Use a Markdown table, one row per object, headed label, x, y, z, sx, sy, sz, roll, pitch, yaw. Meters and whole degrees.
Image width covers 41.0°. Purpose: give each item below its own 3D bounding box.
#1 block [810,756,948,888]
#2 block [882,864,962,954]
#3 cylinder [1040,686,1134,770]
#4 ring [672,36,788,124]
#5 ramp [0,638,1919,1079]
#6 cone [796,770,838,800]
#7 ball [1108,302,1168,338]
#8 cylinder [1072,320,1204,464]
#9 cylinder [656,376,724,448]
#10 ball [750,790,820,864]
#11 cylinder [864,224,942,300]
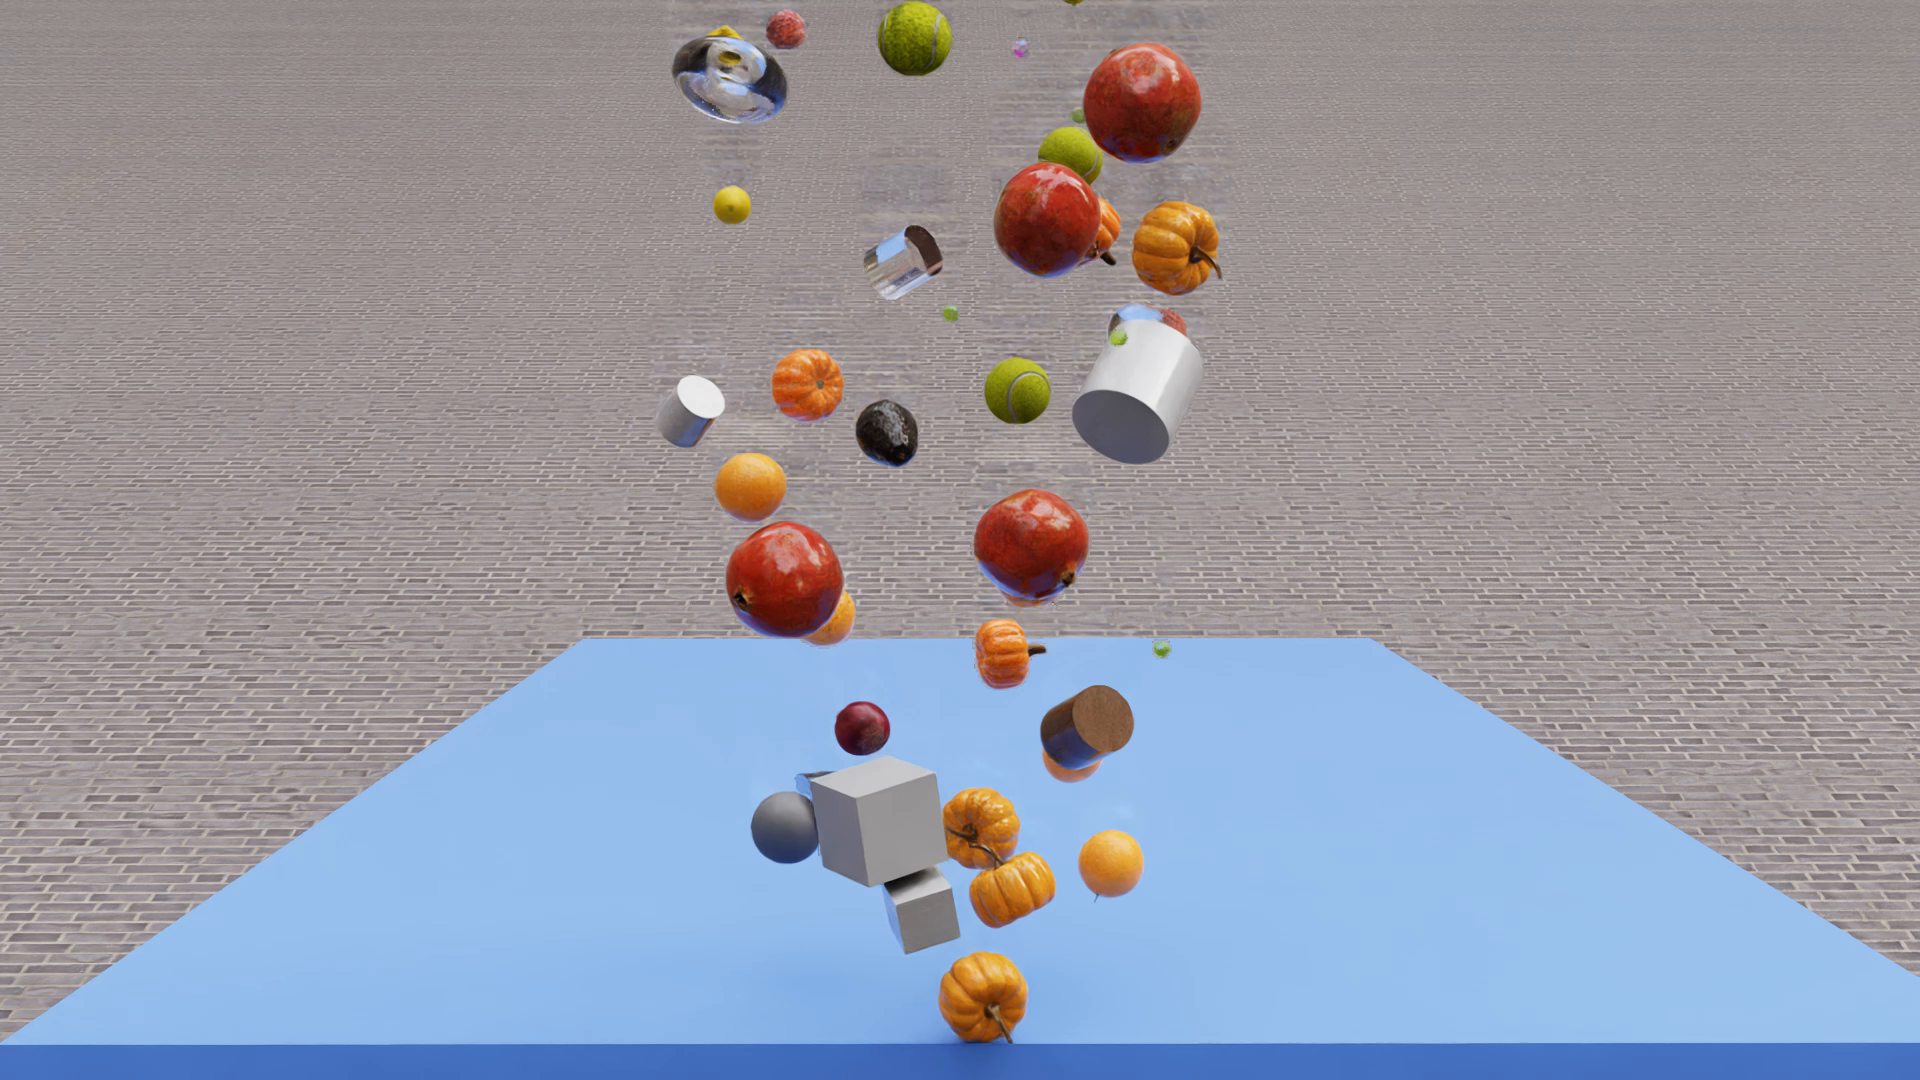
| label | x | y | z | sx | sy | sz | roll | pitch | yaw |
| --- | --- | --- | --- | --- | --- | --- | --- | --- | --- |
| block | -0.078 | 0.271 | 2.485 | 0.090 | 0.090 | 0.090 | -15 | 14 | -30 |
| block | -0.038 | 0.357 | 2.492 | 0.057 | 0.057 | 0.057 | -15 | 25 | -12 |
| cylinder | 0.133 | 0.198 | 2.702 | 0.073 | 0.073 | 0.073 | -13 | -13 | -31 |
| ring | -0.214 | -0.429 | 2.394 | 0.111 | 0.111 | 0.037 | 6 | 65 | 17 |
| ramp | 0.047 | 0.424 | 4.534 | 2.000 | 0.100 | 4.000 | 0 | 4 | 0 |
| cone | -0.123 | 0.287 | 2.971 | 0.097 | 0.097 | 0.097 | -31 | 31 | -20 |
| ball | 0.172 | -0.200 | 2.478 | 0.058 | 0.058 | 0.058 | 0 | 20 | 0 |
| cylinder | 0.168 | -0.140 | 2.422 | 0.097 | 0.097 | 0.097 | 9 | 51 | 24 |
| cylinder | -0.265 | -0.126 | 2.519 | 0.051 | 0.051 | 0.051 | 20 | 47 | -23 |
| ball | -0.198 | 0.329 | 2.942 | 0.083 | 0.083 | 0.083 | 0 | 20 | 0 |
| cylinder | -0.061 | -0.297 | 2.749 | 0.060 | 0.060 | 0.060 | -26 | 3 | 35 |
